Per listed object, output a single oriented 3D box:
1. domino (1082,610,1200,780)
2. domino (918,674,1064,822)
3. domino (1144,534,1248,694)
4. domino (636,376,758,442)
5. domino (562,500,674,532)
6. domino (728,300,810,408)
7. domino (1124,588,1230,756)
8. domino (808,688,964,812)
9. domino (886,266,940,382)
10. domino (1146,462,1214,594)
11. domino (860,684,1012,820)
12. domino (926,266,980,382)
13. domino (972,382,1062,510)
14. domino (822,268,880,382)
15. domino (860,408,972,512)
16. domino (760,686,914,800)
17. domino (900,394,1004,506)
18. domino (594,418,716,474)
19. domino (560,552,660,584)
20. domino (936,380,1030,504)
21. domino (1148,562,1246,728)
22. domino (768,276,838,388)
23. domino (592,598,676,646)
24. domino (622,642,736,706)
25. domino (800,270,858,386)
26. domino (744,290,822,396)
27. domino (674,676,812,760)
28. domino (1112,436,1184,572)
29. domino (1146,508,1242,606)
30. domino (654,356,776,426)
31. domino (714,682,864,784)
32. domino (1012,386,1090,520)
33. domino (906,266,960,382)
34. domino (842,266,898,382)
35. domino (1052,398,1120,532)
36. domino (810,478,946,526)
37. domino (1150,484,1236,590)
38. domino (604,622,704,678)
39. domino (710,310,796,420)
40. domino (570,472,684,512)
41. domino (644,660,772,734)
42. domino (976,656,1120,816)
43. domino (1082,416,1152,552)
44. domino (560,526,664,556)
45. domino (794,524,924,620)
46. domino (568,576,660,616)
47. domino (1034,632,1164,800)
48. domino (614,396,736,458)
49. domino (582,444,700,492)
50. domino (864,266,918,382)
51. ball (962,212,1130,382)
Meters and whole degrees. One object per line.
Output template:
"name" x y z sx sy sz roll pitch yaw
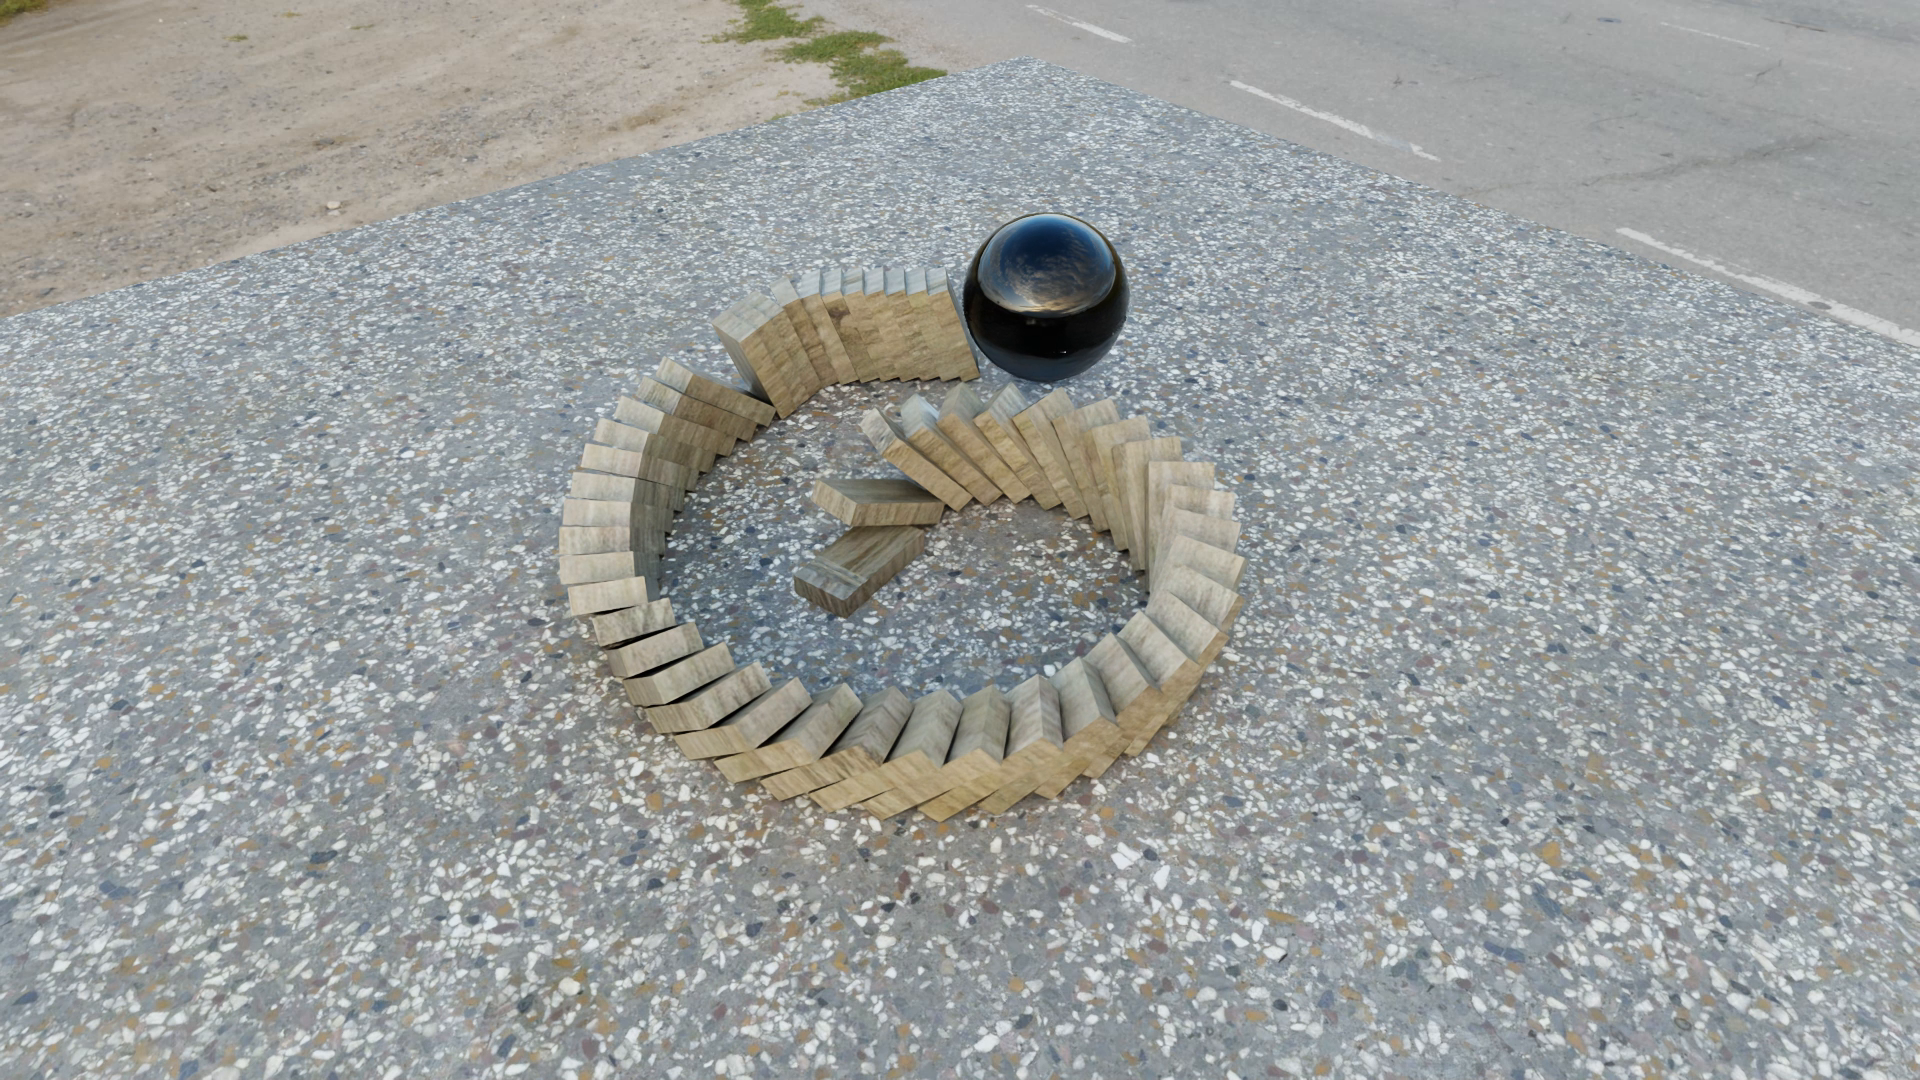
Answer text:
"domino" 0.051 0.050 0.357 0.050 0.009 0.025 -50 47 9
"domino" 0.009 0.065 0.340 0.050 0.009 0.025 -35 31 25
"domino" 0.079 0.026 0.387 0.025 0.009 0.050 22 88 24
"domino" -0.117 -0.058 0.490 0.025 0.009 0.050 27 5 30
"domino" -0.133 -0.009 0.430 0.025 0.010 0.050 3 -2 3
"domino" -0.090 -0.087 0.517 0.009 0.050 0.025 -41 52 -15
"domino" 0.063 0.044 0.365 0.050 0.010 0.025 -53 51 6
"domino" -0.023 0.065 0.339 0.050 0.010 0.025 -29 24 35
"domino" -0.023 -0.106 0.540 0.009 0.050 0.025 -17 39 9
"domino" 0.085 -0.005 0.423 0.025 0.010 0.050 1 84 0
"domino" -0.007 0.066 0.339 0.050 0.009 0.025 -31 27 31
"domino" -0.003 -0.106 0.540 0.010 0.050 0.025 -17 39 9
"domino" 0.029 -0.040 0.466 0.010 0.050 0.025 -27 18 43
"domino" -0.053 -0.105 0.539 0.009 0.050 0.025 -17 39 9
"domino" -0.018 -0.033 0.456 0.009 0.050 0.025 -46 43 10
"domino" -0.039 0.064 0.341 0.050 0.010 0.025 -27 21 40
"domino" -0.003 -0.038 0.462 0.009 0.050 0.025 -38 35 20
"domino" -0.129 -0.040 0.467 0.025 0.009 0.050 17 1 20
"domino" -0.128 0.011 0.406 0.025 0.009 0.050 -5 -2 -5
"domino" 0.012 -0.041 0.467 0.010 0.050 0.025 -32 25 32
"domino" 0.073 0.035 0.375 0.025 0.009 0.050 31 92 32
"domino" -0.076 -0.100 0.533 0.009 0.050 0.025 -27 44 -4
"domino" -0.114 0.029 0.384 0.025 0.009 0.050 -16 0 -18
"domino" -0.094 0.045 0.365 0.025 0.010 0.050 -26 4 -28
"domino" -0.063 -0.104 0.538 0.009 0.050 0.025 -17 39 9
"domino" -0.085 -0.093 0.525 0.010 0.050 0.025 -40 52 -15
"domino" -0.070 0.057 0.349 0.025 0.010 0.050 -37 10 -36
"domino" 0.078 -0.014 0.435 0.025 0.050 0.009 -8 -5 -10
"domino" 0.083 0.016 0.399 0.025 0.010 0.050 14 85 17
"domino" -0.110 -0.067 0.500 0.025 0.009 0.050 32 8 38
"domino" -0.054 0.061 0.344 0.050 0.009 0.025 -24 17 45
"domino" 0.045 -0.037 0.462 0.025 0.050 0.010 -36 7 -36
"domino" -0.013 -0.106 0.540 0.009 0.050 0.025 -17 39 9
"domino" -0.043 -0.106 0.540 0.010 0.050 0.025 -17 39 9
"domino" 0.060 -0.031 0.455 0.025 0.050 0.009 -22 0 -25
"domino" -0.033 -0.016 0.445 0.025 0.010 0.050 31 22 36
"domino" 0.086 0.006 0.411 0.025 0.010 0.050 9 84 11
"domino" -0.105 0.037 0.374 0.025 0.009 0.050 -21 2 -23
"domino" -0.095 -0.081 0.510 0.010 0.050 0.025 -42 52 -16
"domino" -0.133 -0.019 0.443 0.025 0.009 0.050 6 -1 8
"domino" -0.082 0.051 0.356 0.025 0.009 0.050 -31 7 -32
"domino" 0.024 0.061 0.344 0.050 0.010 0.025 -40 36 19
"domino" 0.069 -0.023 0.446 0.025 0.050 0.009 -15 -3 -18
"domino" -0.131 0.001 0.418 0.025 0.010 0.050 -1 -2 -1
"domino" -0.039 0.009 0.433 0.025 0.010 0.050 24 45 26
"domino" -0.123 0.020 0.395 0.025 0.010 0.050 -9 -1 -11
"domino" 0.039 0.056 0.350 0.050 0.009 0.025 -46 42 13
"domino" -0.123 -0.049 0.479 0.025 0.009 0.050 22 3 25
"domino" -0.131 -0.030 0.455 0.025 0.010 0.050 11 -2 13
"domino" -0.033 -0.106 0.540 0.010 0.050 0.025 -17 39 9
"ball" 0.041 -0.117 0.530 0.080 0.080 0.080 0 39 0
